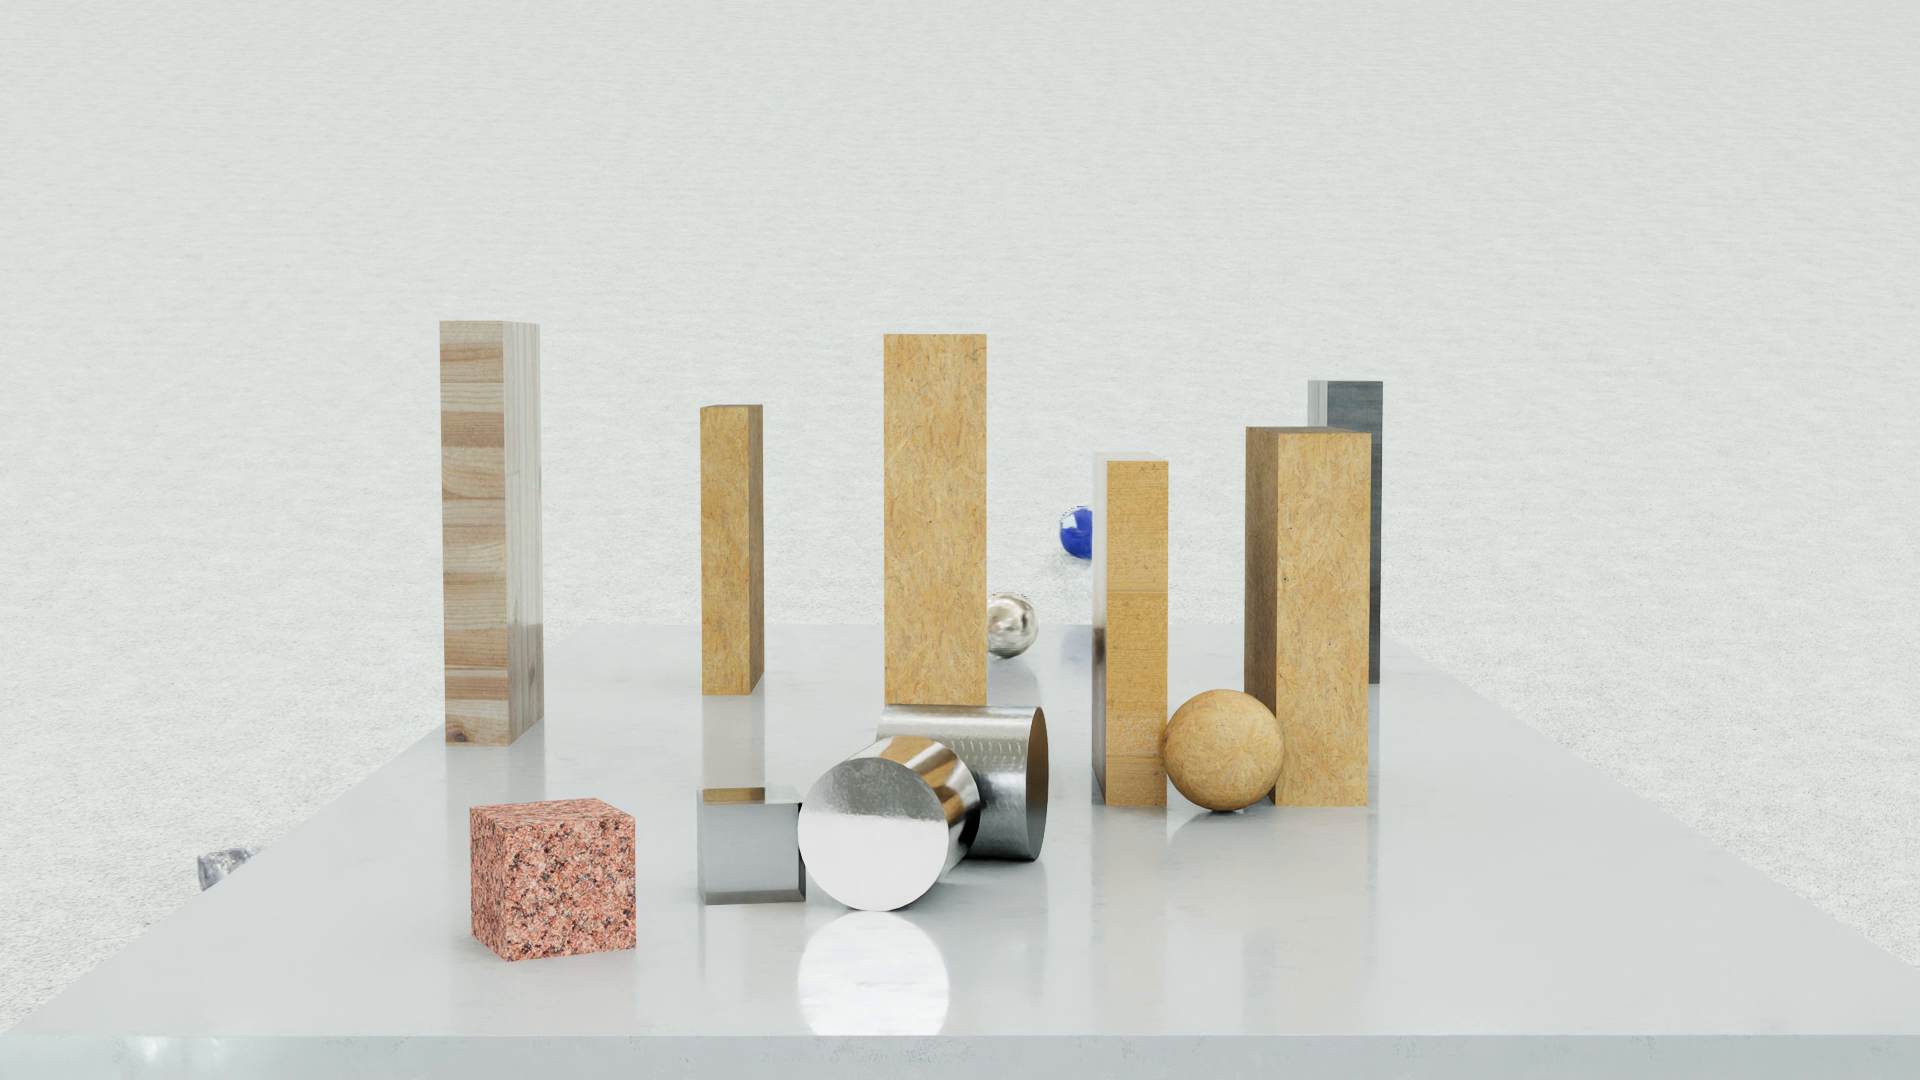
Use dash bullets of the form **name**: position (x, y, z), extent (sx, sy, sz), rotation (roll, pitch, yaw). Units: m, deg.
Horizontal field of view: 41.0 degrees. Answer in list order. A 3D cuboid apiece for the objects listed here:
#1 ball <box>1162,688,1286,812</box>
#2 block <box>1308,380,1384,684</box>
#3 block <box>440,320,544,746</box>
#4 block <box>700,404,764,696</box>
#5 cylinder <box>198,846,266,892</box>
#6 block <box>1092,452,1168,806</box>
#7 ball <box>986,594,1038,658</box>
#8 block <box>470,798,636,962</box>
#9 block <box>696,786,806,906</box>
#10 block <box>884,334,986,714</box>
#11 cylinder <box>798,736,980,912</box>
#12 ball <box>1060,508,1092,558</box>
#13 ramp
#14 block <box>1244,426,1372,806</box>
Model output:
- **ball**: position (0.391, 0.312, 3.805), extent (0.182, 0.182, 0.182), rotation (0, 19, 0)
- **block**: position (0.812, -0.024, 5.442), extent (0.115, 0.626, 0.294), rotation (0, 4, 0)
- **block**: position (-0.840, -0.023, 4.626), extent (0.109, 0.737, 0.391), rotation (0, 4, 0)
- **block**: position (-0.470, 0.010, 5.322), extent (0.096, 0.576, 0.401), rotation (0, 4, 0)
- **cylinder**: position (-1.473, 0.697, 5.229), extent (0.128, 0.128, 0.128), rotation (-9, 21, -25)
- **block**: position (0.264, 0.127, 4.039), extent (0.092, 0.519, 0.405), rotation (0, 4, 0)
- **ball**: position (0.106, 0.194, 5.784), extent (0.144, 0.144, 0.144), rotation (0, 19, 0)
- **block**: position (-0.469, 0.387, 2.947), extent (0.150, 0.150, 0.150), rotation (-2, 4, -26)
- **block**: position (-0.262, 0.382, 3.216), extent (0.124, 0.124, 0.124), rotation (-1, 4, -11)
- **block**: position (-0.036, 0.045, 3.868), extent (0.146, 0.705, 0.415), rotation (0, 4, 0)
- **cylinder**: position (-0.086, 0.350, 3.200), extent (0.189, 0.189, 0.189), rotation (4, 5, 12)
- **ball**: position (0.352, -0.017, 7.285), extent (0.143, 0.143, 0.143), rotation (0, 19, 0)
- **ramp**: position (0.045, 0.402, 4.539), extent (2.000, 0.100, 4.000), rotation (0, 4, 0)
- **block**: position (0.542, 0.106, 4.045), extent (0.138, 0.559, 0.431), rotation (0, 4, 0)
